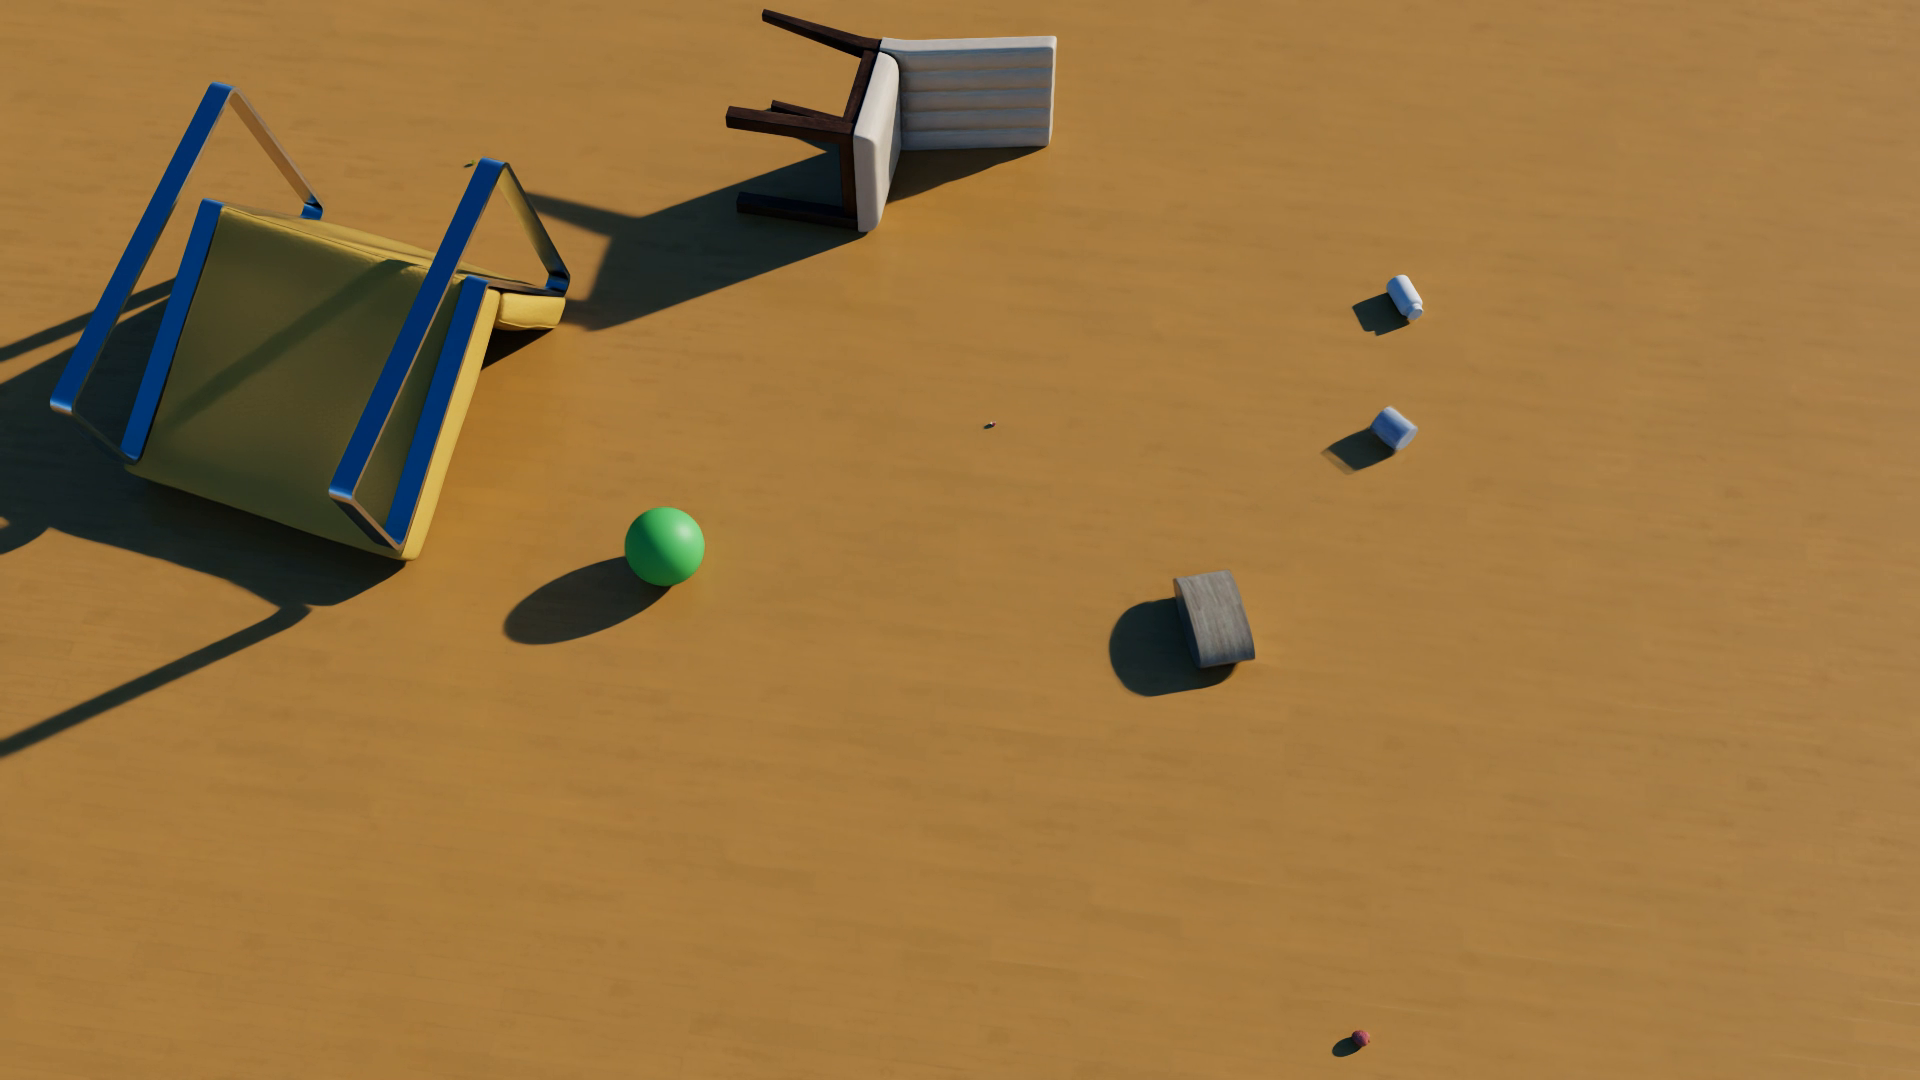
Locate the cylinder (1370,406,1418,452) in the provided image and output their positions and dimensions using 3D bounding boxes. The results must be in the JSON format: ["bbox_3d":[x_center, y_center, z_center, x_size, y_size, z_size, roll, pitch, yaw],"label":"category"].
[{"bbox_3d":[1.331,-0.340,6.751,0.096,0.083,0.107,-47,65,2],"label":"cylinder"}]

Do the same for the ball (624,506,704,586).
[{"bbox_3d":[-0.863,0.019,6.421,0.232,0.232,0.232,0,56,0],"label":"ball"}]

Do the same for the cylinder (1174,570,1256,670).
[{"bbox_3d":[0.733,0.227,6.353,0.163,0.114,0.308,-9,56,-6],"label":"cylinder"}]
